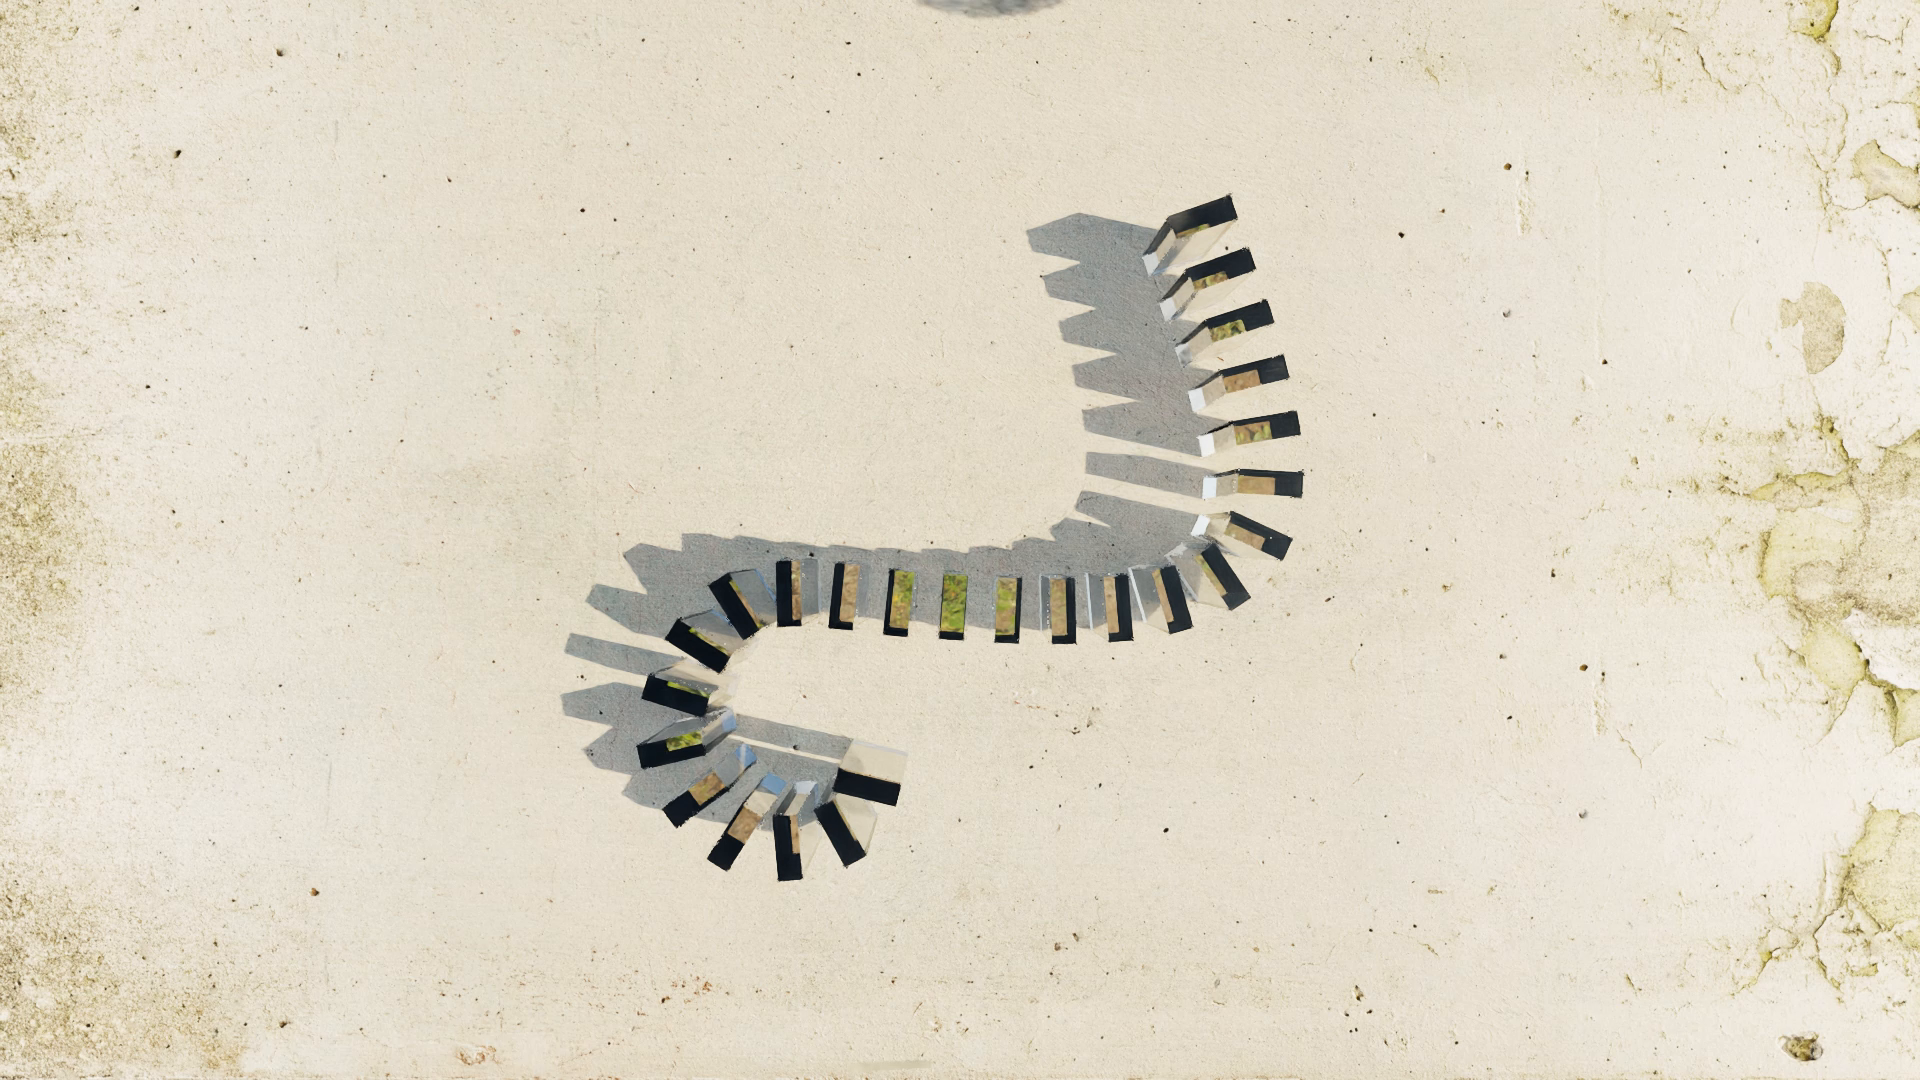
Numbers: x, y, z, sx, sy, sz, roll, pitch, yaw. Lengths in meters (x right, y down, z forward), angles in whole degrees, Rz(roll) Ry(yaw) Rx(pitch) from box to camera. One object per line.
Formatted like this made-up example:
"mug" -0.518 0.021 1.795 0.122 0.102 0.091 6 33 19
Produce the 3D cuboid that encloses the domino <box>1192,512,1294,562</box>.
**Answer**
"domino" 0.114 -0.001 0.375 0.025 0.050 0.010 25 90 0

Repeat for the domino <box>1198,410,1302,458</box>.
"domino" 0.117 -0.043 0.375 0.025 0.050 0.010 -9 90 0

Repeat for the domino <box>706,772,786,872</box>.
"domino" -0.086 0.114 0.375 0.009 0.050 0.025 33 90 0

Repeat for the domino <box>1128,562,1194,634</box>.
"domino" 0.081 0.023 0.375 0.009 0.050 0.025 -16 90 0

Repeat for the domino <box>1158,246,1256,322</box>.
"domino" 0.100 -0.104 0.375 0.025 0.050 0.010 -20 90 0

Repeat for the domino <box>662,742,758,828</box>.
"domino" -0.101 0.099 0.375 0.025 0.050 0.010 -36 90 0

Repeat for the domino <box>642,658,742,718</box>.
"domino" -0.109 0.060 0.375 0.025 0.050 0.010 17 90 0

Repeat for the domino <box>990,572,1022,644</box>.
"domino" 0.019 0.027 0.375 0.010 0.050 0.025 3 90 0

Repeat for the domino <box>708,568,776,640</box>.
"domino" -0.086 0.025 0.375 0.009 0.050 0.025 -33 90 0

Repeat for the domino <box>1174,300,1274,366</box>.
"domino" 0.107 -0.084 0.375 0.025 0.050 0.009 -18 90 0

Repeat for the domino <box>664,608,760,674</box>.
"domino" -0.100 0.041 0.375 0.025 0.050 0.010 32 90 0

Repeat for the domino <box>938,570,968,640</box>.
"domino" -0.003 0.026 0.375 0.009 0.050 0.025 4 90 0

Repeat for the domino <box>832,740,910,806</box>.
"domino" -0.035 0.094 0.375 0.025 0.050 0.009 14 90 0

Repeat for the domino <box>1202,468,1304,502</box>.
"domino" 0.119 -0.022 0.375 0.025 0.050 0.009 3 90 0

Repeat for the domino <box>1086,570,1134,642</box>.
"domino" 0.061 0.026 0.375 0.010 0.050 0.025 -5 90 0

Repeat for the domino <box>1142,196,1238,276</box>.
"domino" 0.093 -0.123 0.375 0.025 0.050 0.010 -19 90 0

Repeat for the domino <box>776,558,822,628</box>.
"domino" -0.065 0.021 0.375 0.009 0.050 0.025 -1 90 0

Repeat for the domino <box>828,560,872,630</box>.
"domino" -0.044 0.022 0.375 0.010 0.050 0.025 6 90 0

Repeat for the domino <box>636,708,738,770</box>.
"domino" -0.110 0.080 0.375 0.025 0.050 0.009 -13 90 0

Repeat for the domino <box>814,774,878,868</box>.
"domino" -0.046 0.112 0.375 0.009 0.050 0.025 -29 90 0

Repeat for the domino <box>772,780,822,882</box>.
"domino" -0.066 0.118 0.375 0.010 0.050 0.025 -5 90 0

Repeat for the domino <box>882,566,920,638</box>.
"domino" -0.024 0.024 0.375 0.010 0.050 0.025 6 90 0

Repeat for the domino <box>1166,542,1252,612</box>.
"domino" 0.100 0.014 0.375 0.009 0.050 0.025 -34 90 0

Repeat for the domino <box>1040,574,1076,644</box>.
"domino" 0.040 0.027 0.375 0.010 0.050 0.025 -1 90 0

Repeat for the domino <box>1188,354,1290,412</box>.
"domino" 0.113 -0.063 0.375 0.025 0.050 0.010 -14 90 0
